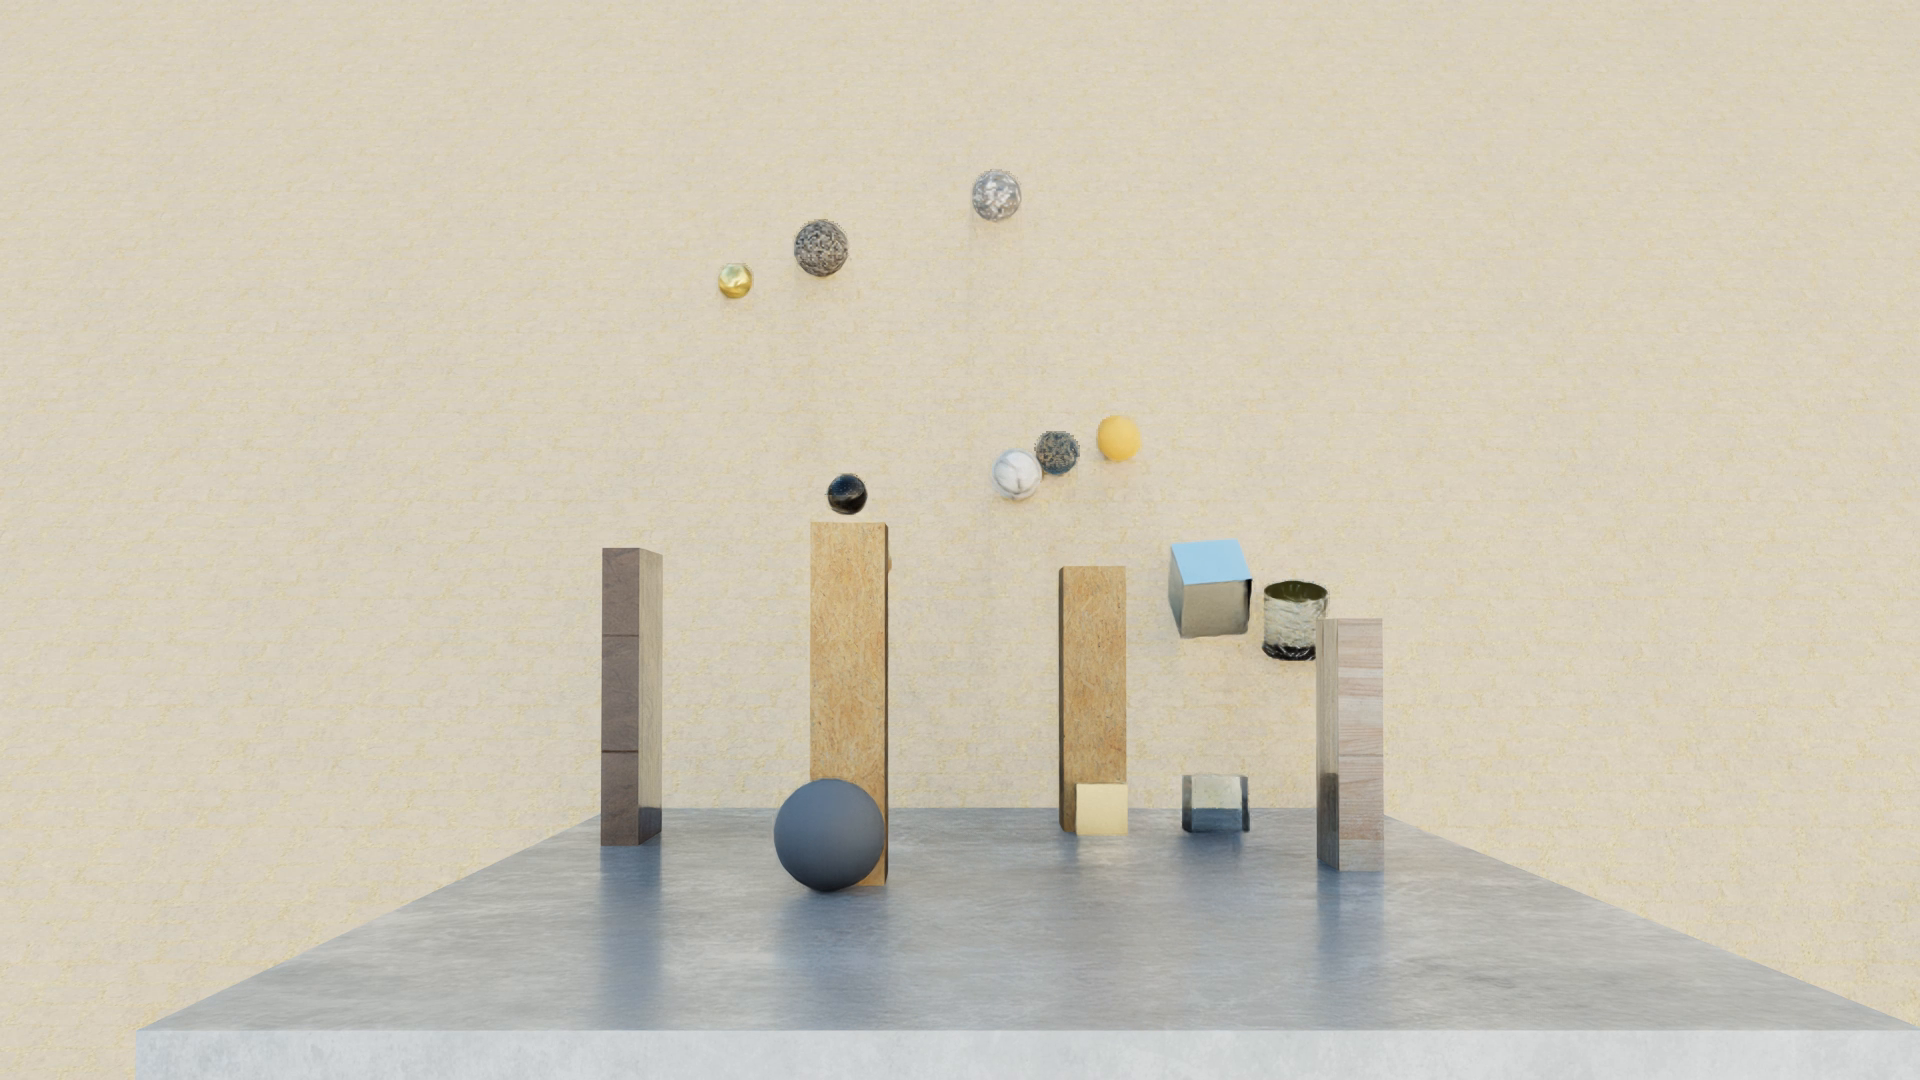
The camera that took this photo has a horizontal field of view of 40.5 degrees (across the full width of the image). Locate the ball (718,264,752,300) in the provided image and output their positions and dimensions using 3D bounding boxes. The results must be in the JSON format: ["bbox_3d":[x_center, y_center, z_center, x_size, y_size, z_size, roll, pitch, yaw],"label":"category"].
[{"bbox_3d":[-0.789,-0.907,9.119,0.124,0.124,0.124,0,36,0],"label":"ball"}]

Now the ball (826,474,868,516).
[{"bbox_3d":[-0.350,-0.139,8.074,0.128,0.128,0.128,0,36,0],"label":"ball"}]

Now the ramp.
[{"bbox_3d":[0.080,0.679,4.898,2.000,0.100,4.000,0,-2,0],"label":"ramp"}]

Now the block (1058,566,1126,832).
[{"bbox_3d":[0.313,0.374,6.174,0.145,0.614,0.303,0,-2,0],"label":"block"}]

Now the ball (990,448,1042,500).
[{"bbox_3d":[0.176,-0.205,8.136,0.161,0.161,0.161,0,36,0],"label":"ball"}]

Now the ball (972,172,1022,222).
[{"bbox_3d":[0.134,-1.261,9.548,0.184,0.184,0.184,0,36,0],"label":"ball"}]

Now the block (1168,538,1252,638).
[{"bbox_3d":[0.731,0.142,7.632,0.200,0.200,0.200,-4,37,-6],"label":"block"}]

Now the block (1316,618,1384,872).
[{"bbox_3d":[0.766,0.397,5.125,0.085,0.482,0.315,0,-2,0],"label":"block"}]

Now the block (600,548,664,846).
[{"bbox_3d":[-0.731,0.346,5.817,0.081,0.641,0.442,0,-2,0],"label":"block"}]

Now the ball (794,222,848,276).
[{"bbox_3d":[-0.493,-1.034,9.231,0.195,0.195,0.195,0,36,0],"label":"ball"}]

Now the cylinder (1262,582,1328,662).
[{"bbox_3d":[0.964,0.233,7.485,0.180,0.180,0.180,-1,18,0],"label":"cylinder"}]

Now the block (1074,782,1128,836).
[{"bbox_3d":[0.323,0.614,5.955,0.115,0.115,0.115,0,-2,0],"label":"block"}]

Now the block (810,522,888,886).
[{"bbox_3d":[-0.203,0.298,4.794,0.134,0.652,0.241,0,-2,0],"label":"block"}]

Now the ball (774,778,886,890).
[{"bbox_3d":[-0.229,0.517,4.566,0.196,0.196,0.196,0,36,0],"label":"ball"}]

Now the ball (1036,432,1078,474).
[{"bbox_3d":[0.306,-0.275,8.253,0.136,0.136,0.136,0,36,0],"label":"ball"}]

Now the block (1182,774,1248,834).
[{"bbox_3d":[0.592,0.609,6.025,0.130,0.130,0.130,0,-2,-6],"label":"block"}]

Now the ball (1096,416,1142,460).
[{"bbox_3d":[0.509,-0.324,8.313,0.143,0.143,0.143,0,36,0],"label":"ball"}]

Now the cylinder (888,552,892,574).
[{"bbox_3d":[-0.284,0.069,7.782,0.114,0.114,0.114,-20,40,-40],"label":"cylinder"}]
